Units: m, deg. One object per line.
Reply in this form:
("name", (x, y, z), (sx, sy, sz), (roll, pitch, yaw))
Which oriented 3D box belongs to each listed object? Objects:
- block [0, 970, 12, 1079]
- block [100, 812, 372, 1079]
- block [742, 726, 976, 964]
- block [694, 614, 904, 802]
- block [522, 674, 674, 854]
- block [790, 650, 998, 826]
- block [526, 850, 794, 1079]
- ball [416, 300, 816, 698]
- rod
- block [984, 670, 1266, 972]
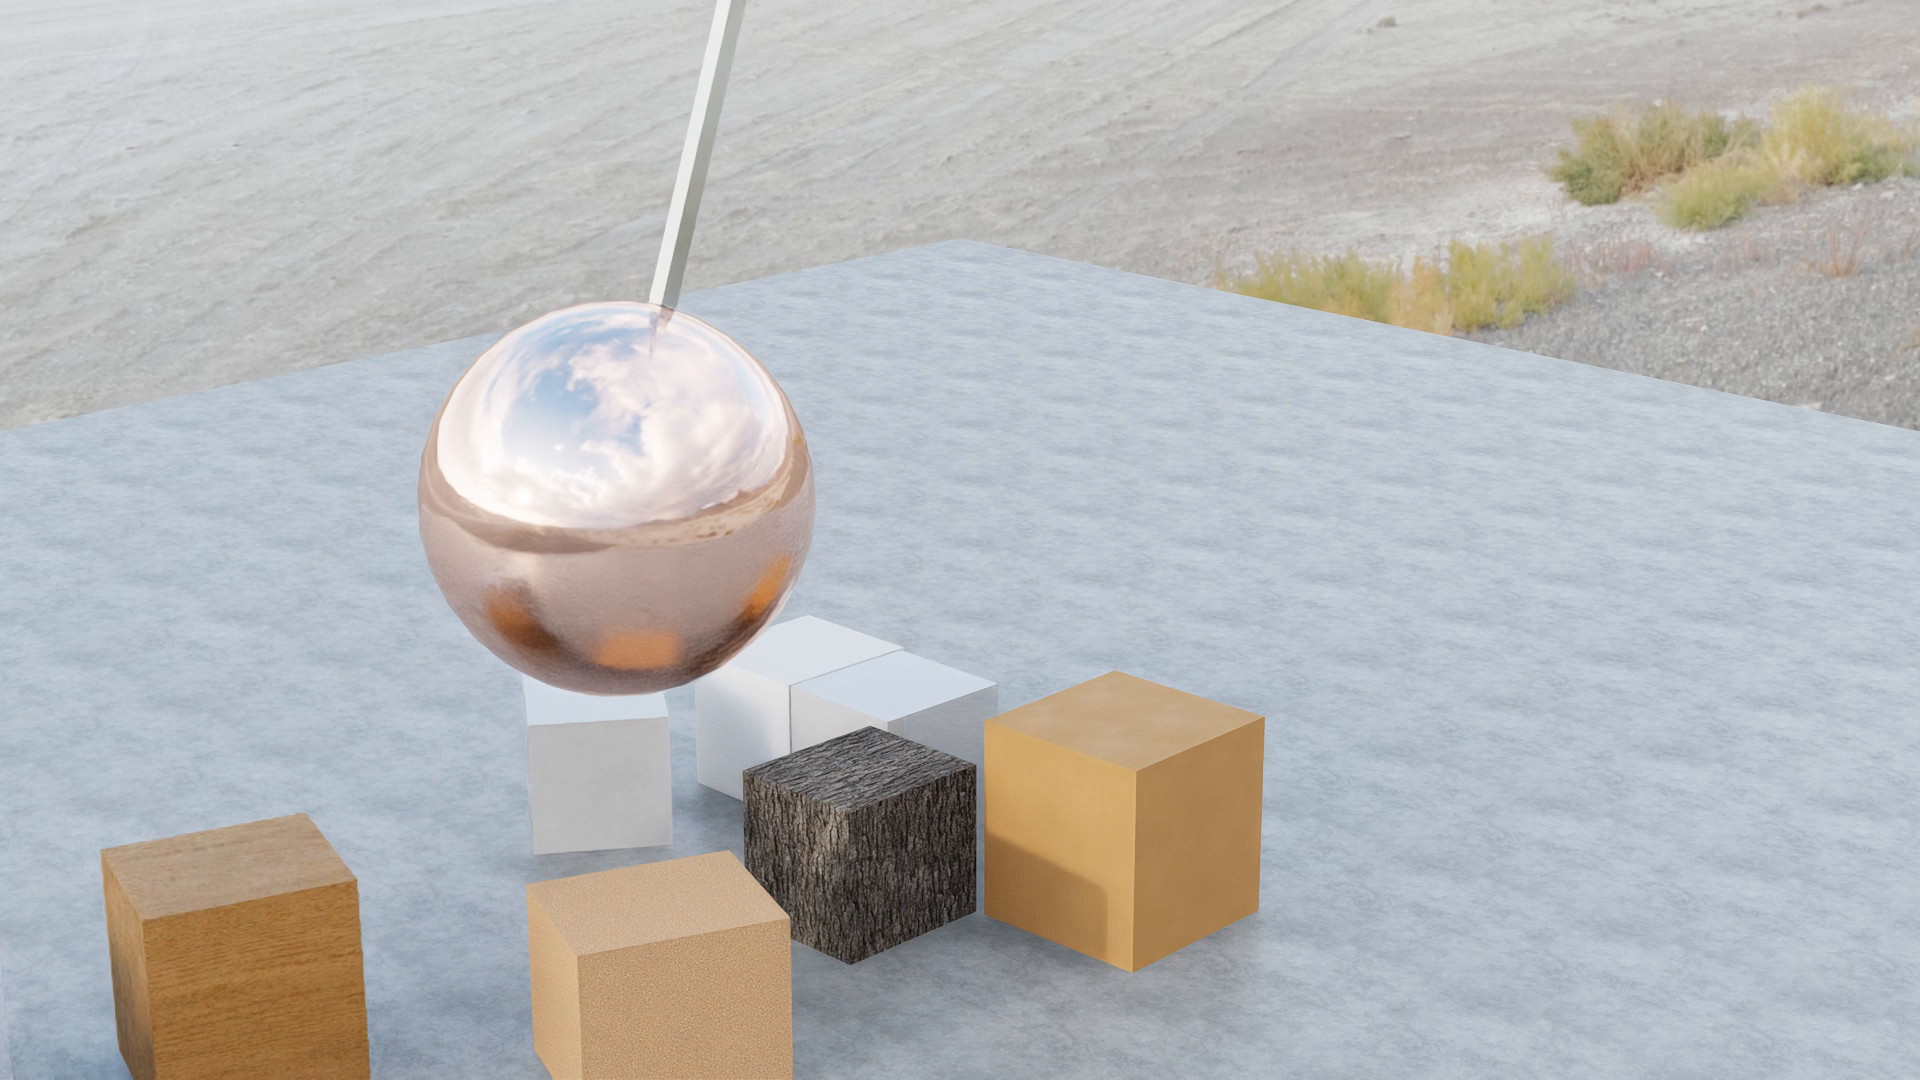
("block", (-4.083, 1.892, 11.134), (0.741, 0.714, 0.736), (-11, 20, -31))
("block", (-2.852, 1.679, 11.542), (0.821, 0.875, 0.746), (-9, 19, -26))
("block", (-0.438, 1.331, 12.936), (0.677, 0.703, 0.769), (17, 24, 42))
("block", (-0.788, 0.863, 14.443), (0.756, 0.694, 0.693), (-17, 24, -42))
("block", (-1.733, 1.035, 13.976), (0.648, 0.644, 0.730), (-3, 18, -10))
("block", (-0.309, 1.013, 13.973), (0.720, 0.688, 0.664), (-17, 24, -42))
("block", (-1.186, 1.753, 11.563), (0.849, 0.721, 0.712), (-7, 19, -22))
("ball", (-1.381, -0.167, 11.841), (1.600, 1.600, 1.600), (0, 17, 0))
("rod", (-0.599, -3.469, 11.624), (0.080, 5.200, 0.080), (17, 5, 42))
("block", (0.720, 1.218, 12.929), (0.861, 0.923, 0.874), (16, 23, 41))
